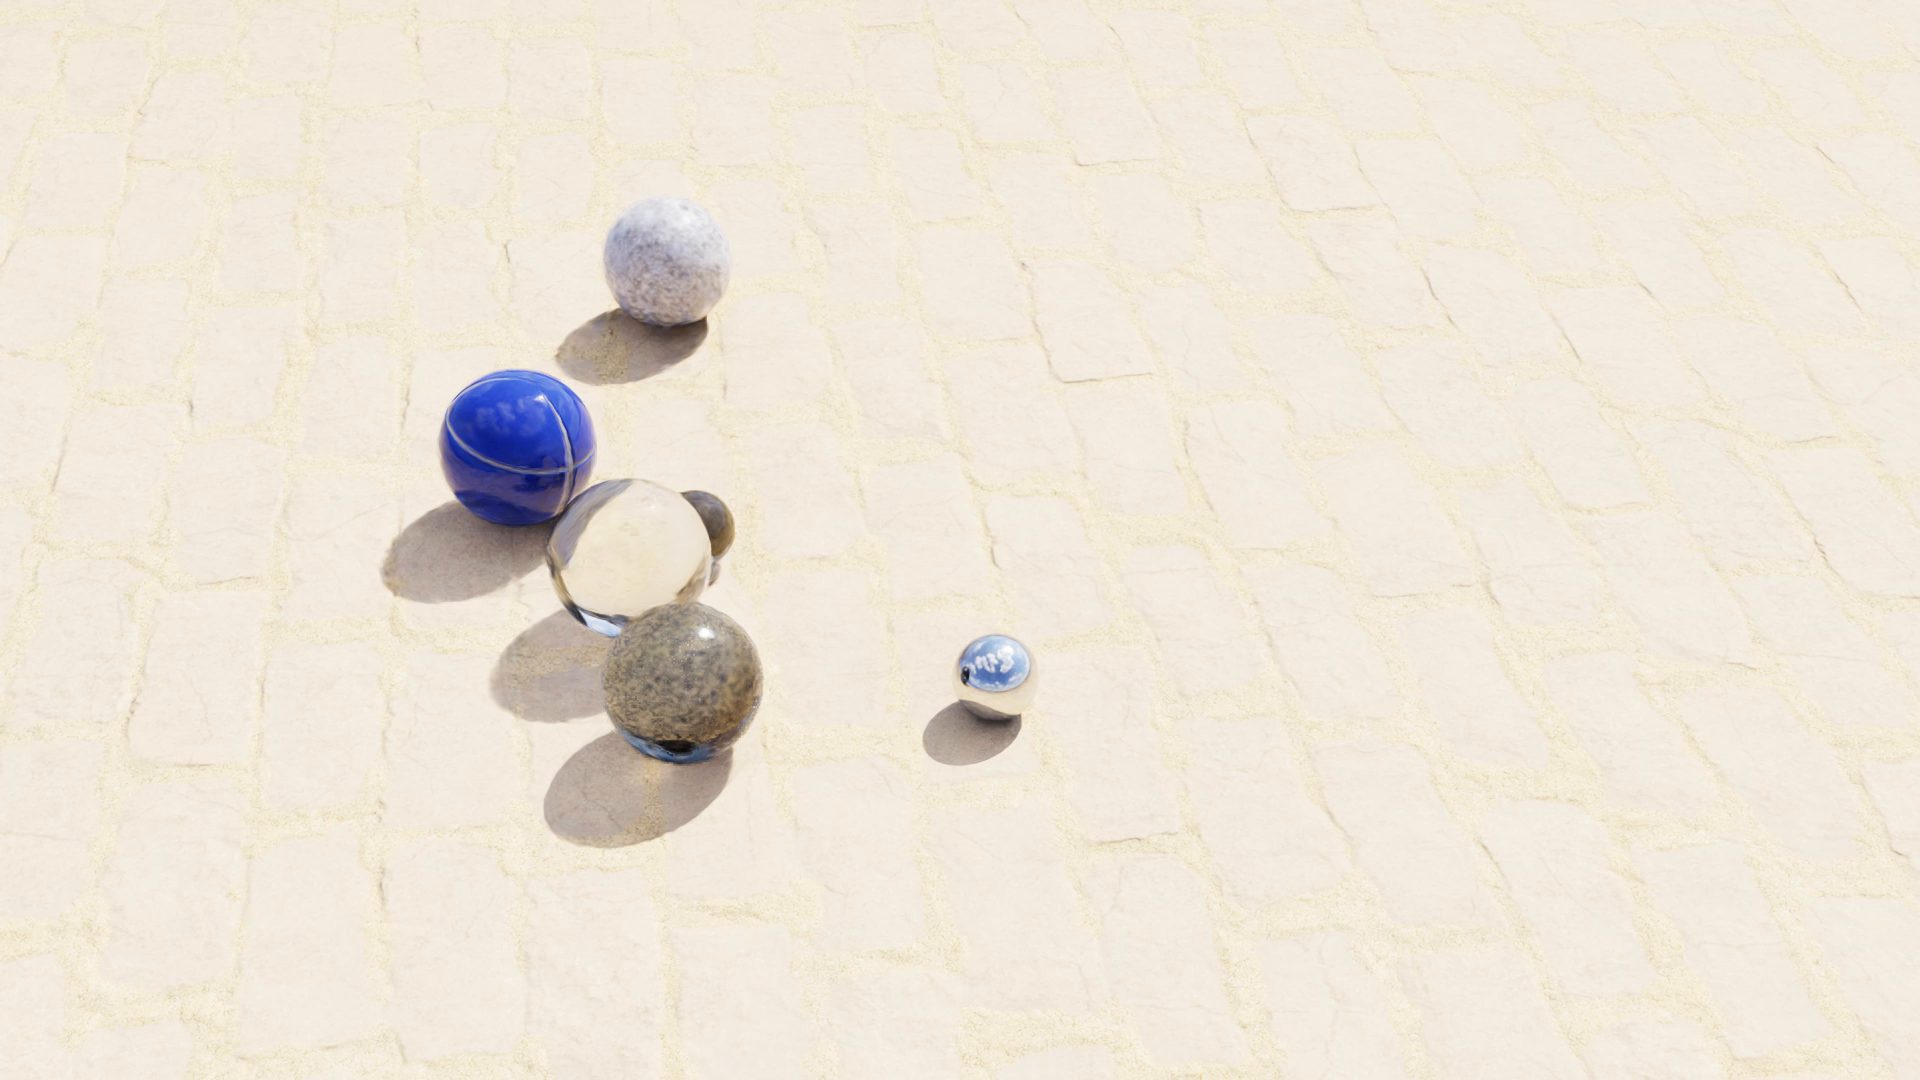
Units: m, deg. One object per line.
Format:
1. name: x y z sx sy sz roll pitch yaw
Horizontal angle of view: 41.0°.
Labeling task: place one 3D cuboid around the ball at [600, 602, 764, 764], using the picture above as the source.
1. ball: -0.150 0.077 1.392 0.088 0.088 0.088 0 37 0

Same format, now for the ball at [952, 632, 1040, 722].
1. ball: 0.020 0.076 1.426 0.049 0.049 0.049 0 37 0

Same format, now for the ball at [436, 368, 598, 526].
1. ball: -0.270 -0.057 1.564 0.097 0.097 0.097 0 37 0

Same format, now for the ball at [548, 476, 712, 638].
1. ball: -0.190 0.011 1.476 0.094 0.094 0.094 0 37 0

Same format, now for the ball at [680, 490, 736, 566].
1. ball: -0.158 -0.006 1.538 0.048 0.048 0.048 0 37 0

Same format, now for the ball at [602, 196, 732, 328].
1. ball: -0.199 -0.189 1.750 0.089 0.089 0.089 0 37 0
